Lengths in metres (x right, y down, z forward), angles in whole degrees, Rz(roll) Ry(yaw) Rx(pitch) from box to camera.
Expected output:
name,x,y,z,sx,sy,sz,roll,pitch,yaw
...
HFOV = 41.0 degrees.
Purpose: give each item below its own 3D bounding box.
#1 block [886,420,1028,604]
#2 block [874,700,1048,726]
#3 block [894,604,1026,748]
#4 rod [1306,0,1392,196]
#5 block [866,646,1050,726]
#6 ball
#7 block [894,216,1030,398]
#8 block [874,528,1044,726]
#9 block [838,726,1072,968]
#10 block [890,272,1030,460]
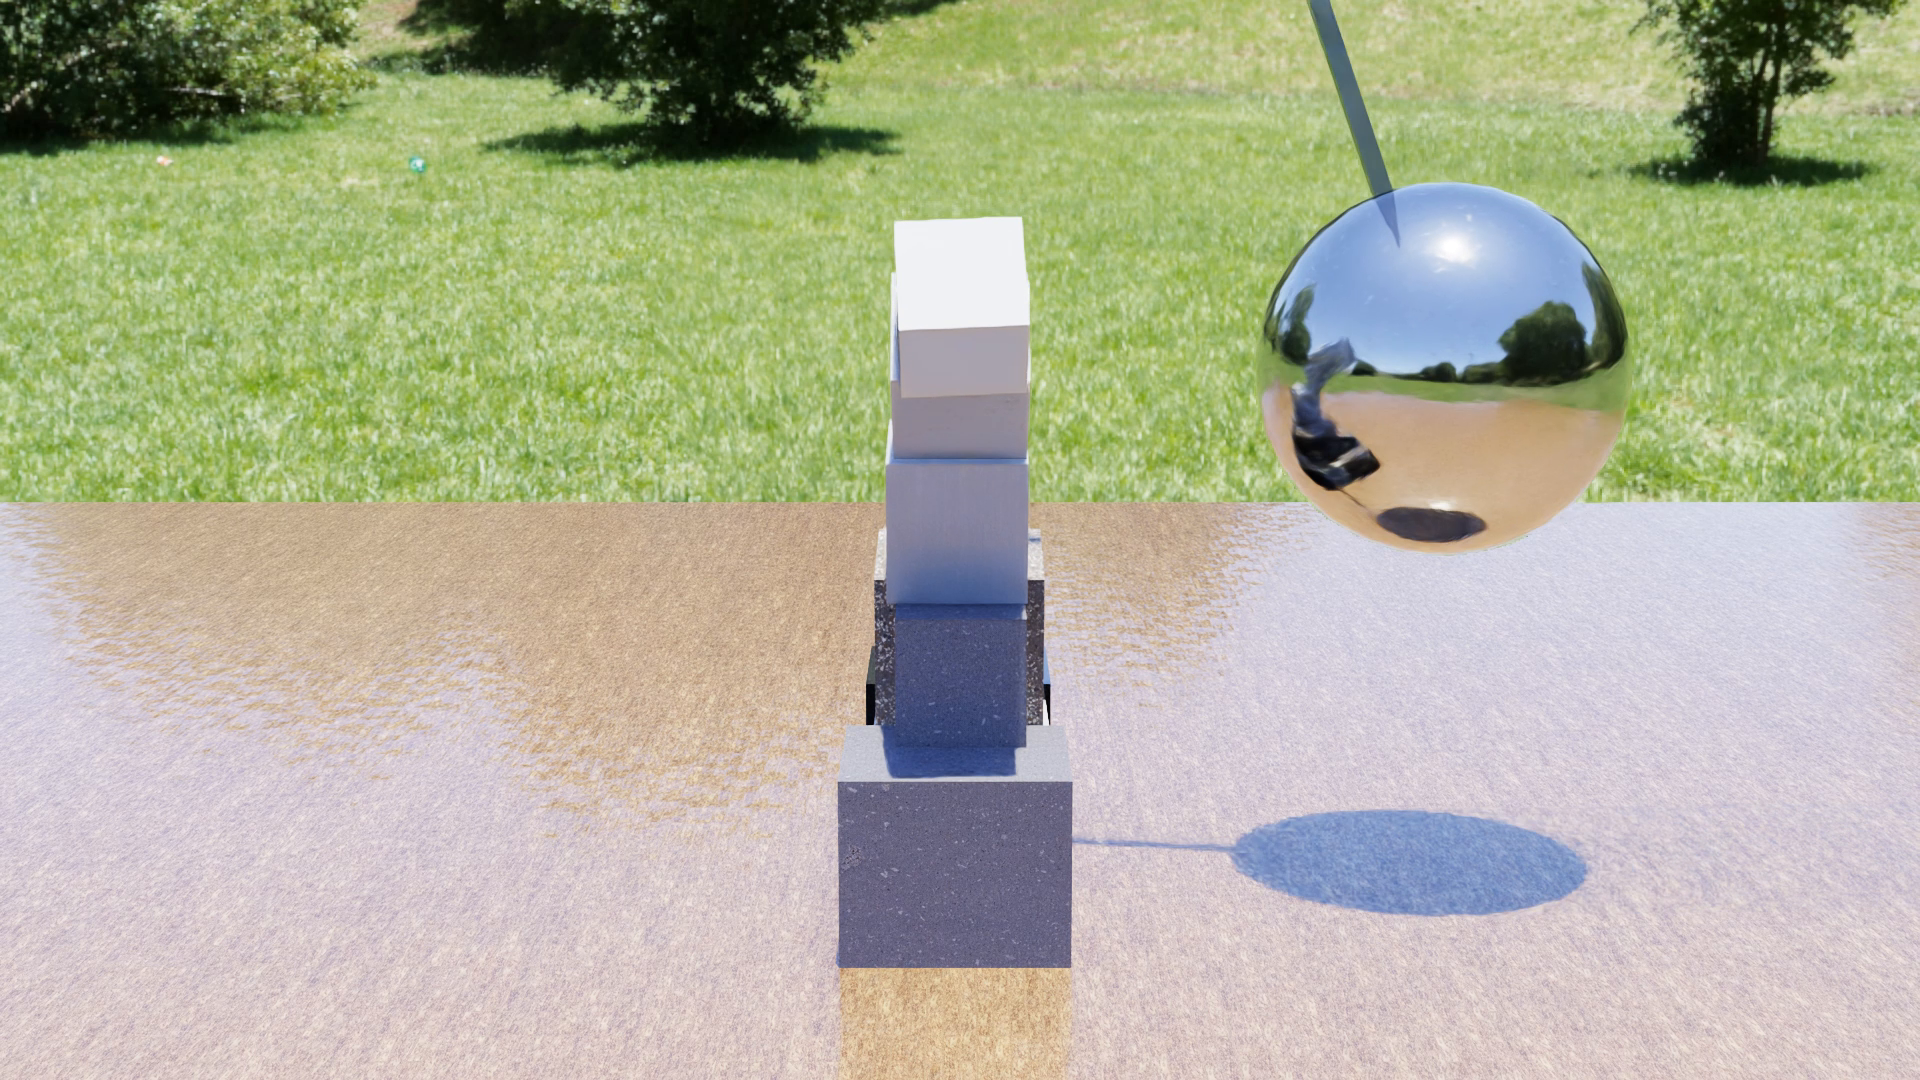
name,x,y,z,sx,sy,sz,roll,pitch,yaw
block,-0.012,-0.131,11.015,0.592,0.612,0.688,0,18,0
block,0.006,1.138,11.429,0.773,0.672,0.832,0,10,0
block,0.003,0.535,10.828,0.539,0.540,0.615,0,10,0
rod,0.899,-3.876,10.476,0.080,5.200,0.080,-20,10,4
block,-0.008,0.955,12.235,0.850,0.743,0.799,0,10,0
ball,2.074,-0.738,11.046,1.600,1.600,1.600,0,10,0
block,0.004,-0.905,9.996,0.495,0.501,0.480,-3,-29,-1
block,-0.002,0.385,11.519,0.737,0.684,0.709,0,18,0
block,-0.019,1.246,10.568,0.923,0.767,0.881,0,10,0
block,0.001,-0.710,10.516,0.555,0.517,0.613,0,-28,0
